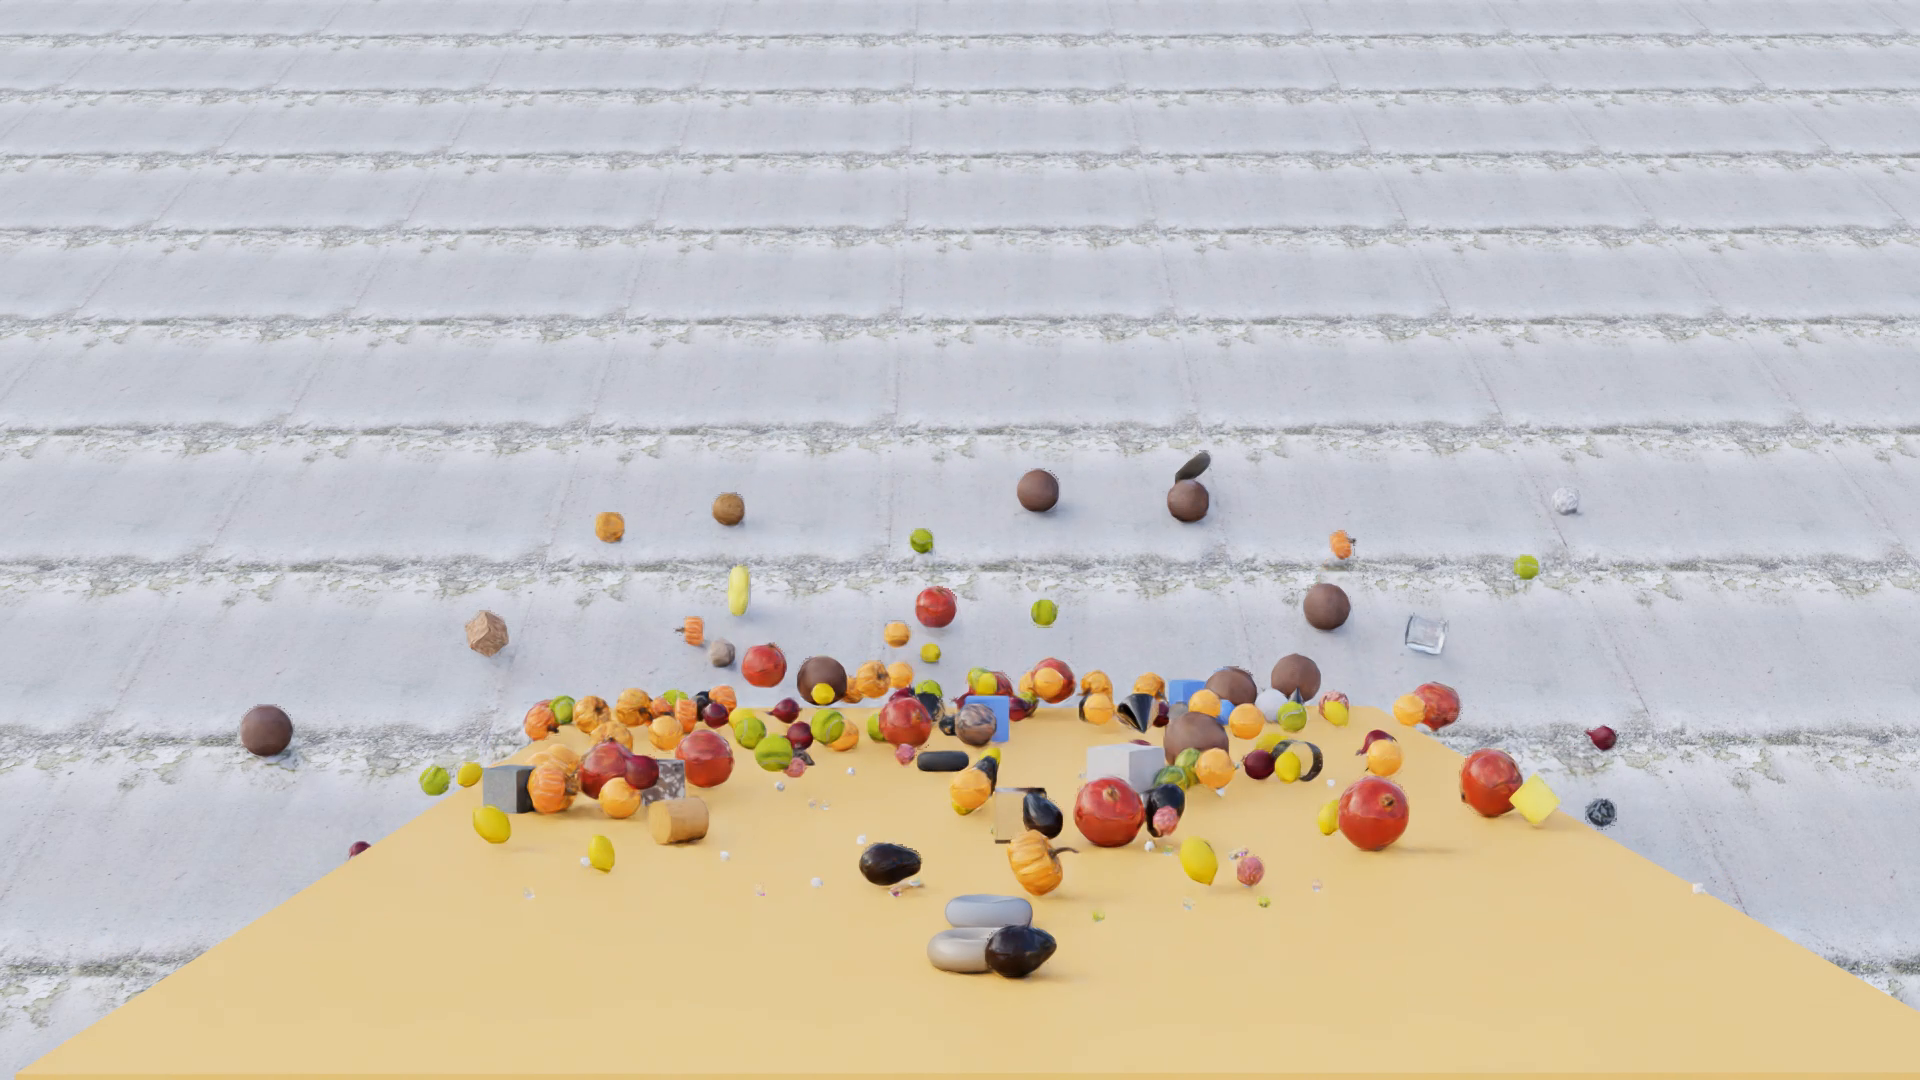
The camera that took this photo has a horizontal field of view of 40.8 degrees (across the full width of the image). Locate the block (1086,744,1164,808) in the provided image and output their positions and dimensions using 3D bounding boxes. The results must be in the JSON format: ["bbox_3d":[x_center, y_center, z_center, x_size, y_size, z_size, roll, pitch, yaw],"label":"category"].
[{"bbox_3d":[0.299,0.425,4.667,0.099,0.099,0.099,1,2,44],"label":"block"}]

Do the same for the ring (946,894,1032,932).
[{"bbox_3d":[0.038,0.489,3.383,0.116,0.039,0.116,0,0,0],"label":"ring"}]

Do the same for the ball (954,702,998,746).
[{"bbox_3d":[0.034,0.402,5.619,0.094,0.094,0.094,0,26,0],"label":"ball"}]

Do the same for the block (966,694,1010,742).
[{"bbox_3d":[0.061,0.398,5.751,0.096,0.096,0.096,0,2,2],"label":"block"}]

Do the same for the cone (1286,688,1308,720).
[{"bbox_3d":[0.811,0.389,6.234,0.074,0.074,0.074,7,10,-1],"label":"cone"}]

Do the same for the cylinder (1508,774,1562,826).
[{"bbox_3d":[0.964,0.435,4.323,0.062,0.062,0.062,47,41,11],"label":"cylinder"}]

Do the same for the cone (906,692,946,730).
[{"bbox_3d":[-0.084,0.418,5.998,0.093,0.093,0.093,3,31,6],"label":"cone"}]

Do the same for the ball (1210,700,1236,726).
[{"bbox_3d":[0.618,0.406,6.062,0.062,0.062,0.062,0,26,0],"label":"ball"}]

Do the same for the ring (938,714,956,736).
[{"bbox_3d":[0.012,0.422,5.879,0.122,0.041,0.122,0,4,0],"label":"ring"}]

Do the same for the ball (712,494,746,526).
[{"bbox_3d":[-0.694,-0.091,7.734,0.098,0.098,0.098,0,26,0],"label":"ball"}]

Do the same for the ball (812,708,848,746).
[{"bbox_3d":[-0.284,0.409,5.626,0.081,0.081,0.081,0,26,0],"label":"ball"}]

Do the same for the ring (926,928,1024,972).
[{"bbox_3d":[0.019,0.496,3.123,0.120,0.040,0.120,-1,2,0],"label":"ring"}]

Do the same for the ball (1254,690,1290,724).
[{"bbox_3d":[0.738,0.395,6.108,0.082,0.082,0.082,0,26,0],"label":"ball"}]

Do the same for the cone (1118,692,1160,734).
[{"bbox_3d":[0.416,0.419,5.927,0.099,0.099,0.099,-2,28,-4],"label":"cone"}]

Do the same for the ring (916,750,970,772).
[{"bbox_3d":[-0.035,0.444,5.172,0.108,0.036,0.108,-1,1,0],"label":"ring"}]

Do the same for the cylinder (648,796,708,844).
[{"bbox_3d":[-0.453,0.451,4.151,0.071,0.071,0.071,-3,23,-37],"label":"cylinder"}]

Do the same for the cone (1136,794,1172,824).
[{"bbox_3d":[0.324,0.468,4.387,0.061,0.061,0.061,7,6,15],"label":"cone"}]

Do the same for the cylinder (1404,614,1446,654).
[{"bbox_3d":[1.263,0.256,7.002,0.093,0.093,0.093,12,28,18],"label":"cylinder"}]

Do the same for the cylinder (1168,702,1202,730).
[{"bbox_3d":[0.516,0.406,5.930,0.057,0.057,0.057,21,-1,36],"label":"cylinder"}]

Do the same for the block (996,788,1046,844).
[{"bbox_3d":[0.098,0.447,4.187,0.081,0.081,0.081,0,2,1],"label":"block"}]

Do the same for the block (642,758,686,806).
[{"bbox_3d":[-0.536,0.437,4.655,0.076,0.076,0.076,0,2,-9],"label":"block"}]

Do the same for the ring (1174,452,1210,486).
[{"bbox_3d":[0.714,-0.217,7.903,0.045,0.135,0.135,49,42,8],"label":"ring"}]

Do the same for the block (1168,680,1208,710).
[{"bbox_3d":[0.575,0.391,6.503,0.069,0.069,0.069,-1,2,-28],"label":"block"}]

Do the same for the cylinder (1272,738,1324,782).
[{"bbox_3d":[0.655,0.427,5.011,0.076,0.076,0.076,-9,4,-19],"label":"cylinder"}]

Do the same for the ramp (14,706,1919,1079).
[{"bbox_3d":[0.058,0.527,4.564,2.000,0.100,4.000,0,2,0],"label":"ramp"}]

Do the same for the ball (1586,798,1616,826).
[{"bbox_3d":[1.433,0.610,5.761,0.063,0.063,0.063,0,26,0],"label":"ball"}]

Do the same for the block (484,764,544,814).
[{"bbox_3d":[-0.788,0.440,4.554,0.076,0.076,0.076,1,2,31],"label":"block"}]

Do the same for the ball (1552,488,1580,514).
[{"bbox_3d":[1.833,-0.119,7.812,0.082,0.082,0.082,0,26,0],"label":"ball"}]

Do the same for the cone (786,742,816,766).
[{"bbox_3d":[-0.317,0.447,5.257,0.054,0.054,0.054,27,31,7],"label":"cone"}]

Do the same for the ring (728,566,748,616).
[{"bbox_3d":[-0.617,0.142,7.175,0.046,0.138,0.138,1,25,-13],"label":"ring"}]

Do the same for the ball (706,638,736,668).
[{"bbox_3d":[-0.643,0.303,6.937,0.078,0.078,0.078,0,26,0],"label":"ball"}]

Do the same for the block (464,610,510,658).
[{"bbox_3d":[-1.276,0.254,6.955,0.076,0.076,0.076,33,27,-45],"label":"block"}]

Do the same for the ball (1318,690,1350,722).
[{"bbox_3d":[0.895,0.397,6.173,0.074,0.074,0.074,0,26,0],"label":"ball"}]

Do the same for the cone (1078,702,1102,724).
[{"bbox_3d":[0.320,0.423,6.142,0.055,0.055,0.055,-16,37,-30],"label":"cone"}]
